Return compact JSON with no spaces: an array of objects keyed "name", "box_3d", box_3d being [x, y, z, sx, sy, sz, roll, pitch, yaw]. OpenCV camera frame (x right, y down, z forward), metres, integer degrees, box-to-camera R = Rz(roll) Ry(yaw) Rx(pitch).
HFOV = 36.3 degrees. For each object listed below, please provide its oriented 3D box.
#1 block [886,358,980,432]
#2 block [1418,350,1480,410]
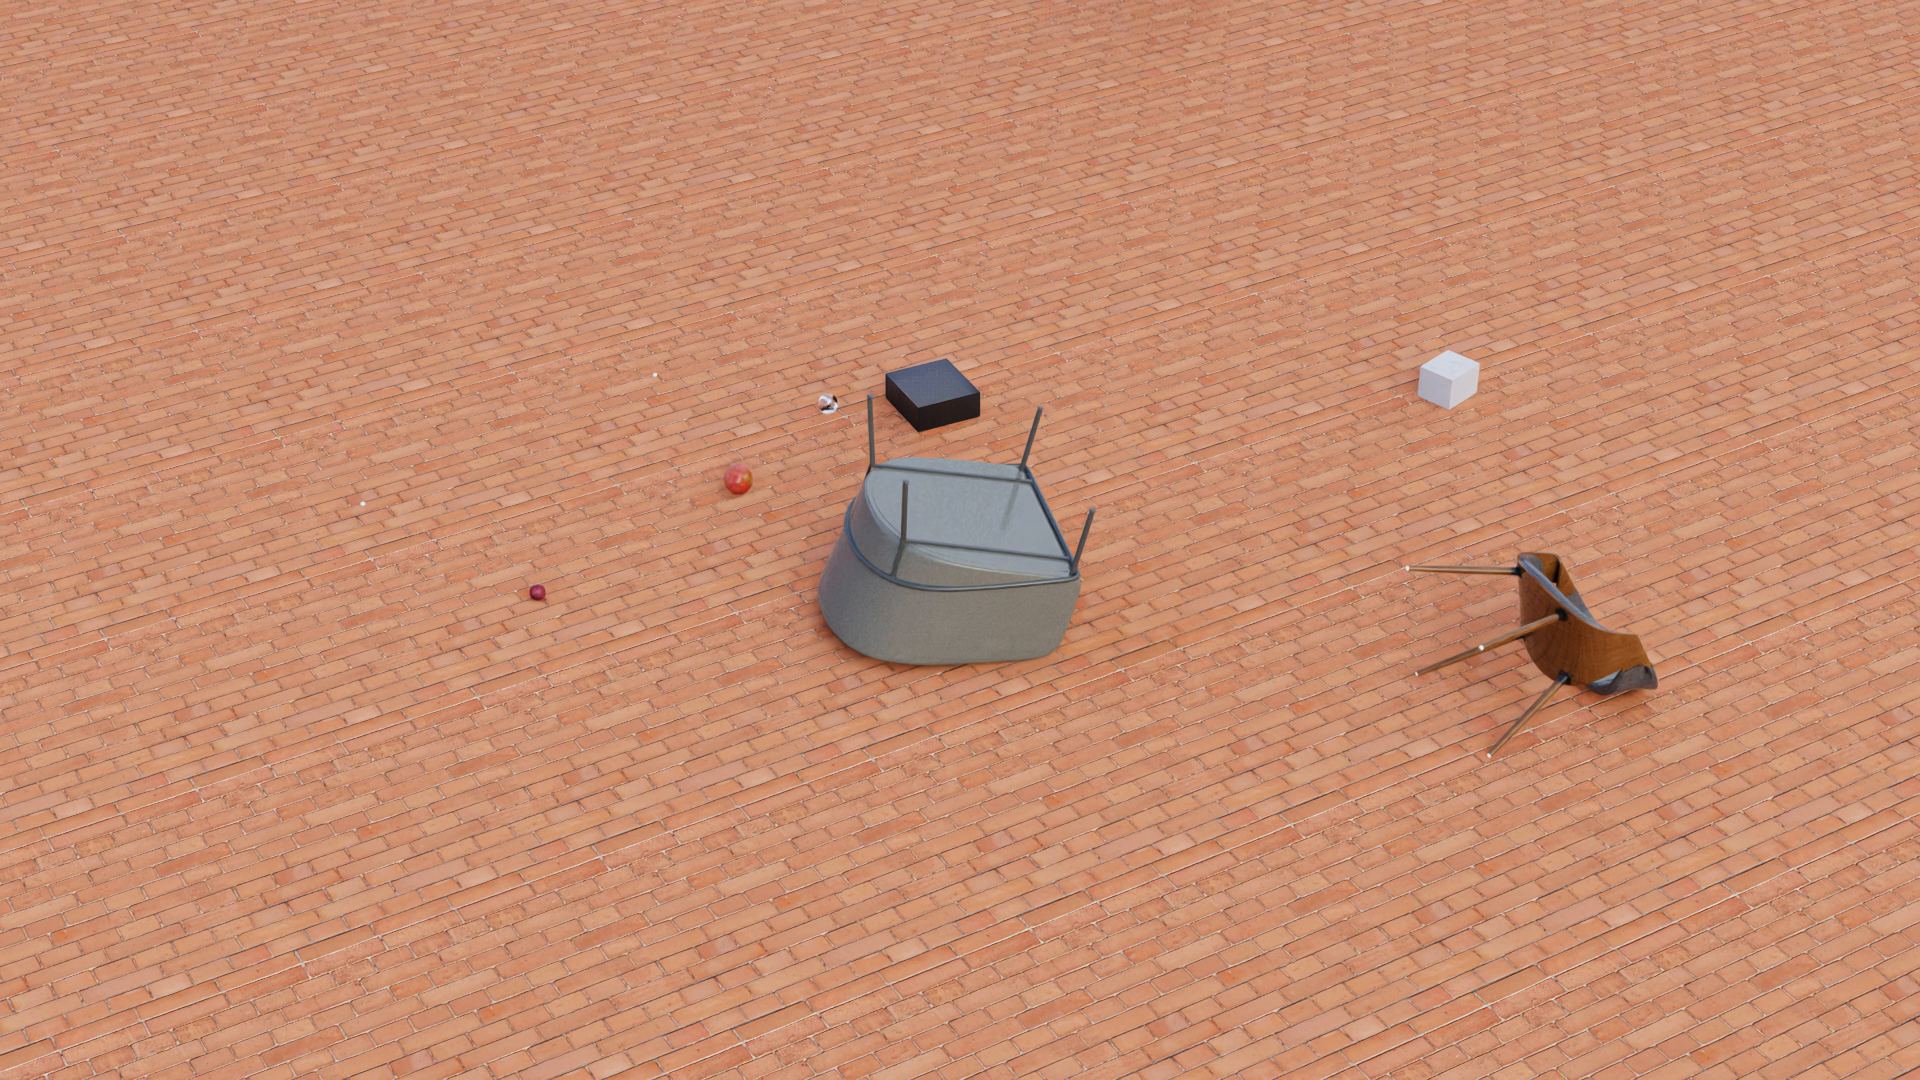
[{"name":"block","box_3d":[-0.110,-0.580,11.722,0.274,0.113,0.301,-15,36,-22]},{"name":"block","box_3d":[1.966,-0.645,11.800,0.156,0.136,0.187,28,42,35]}]
